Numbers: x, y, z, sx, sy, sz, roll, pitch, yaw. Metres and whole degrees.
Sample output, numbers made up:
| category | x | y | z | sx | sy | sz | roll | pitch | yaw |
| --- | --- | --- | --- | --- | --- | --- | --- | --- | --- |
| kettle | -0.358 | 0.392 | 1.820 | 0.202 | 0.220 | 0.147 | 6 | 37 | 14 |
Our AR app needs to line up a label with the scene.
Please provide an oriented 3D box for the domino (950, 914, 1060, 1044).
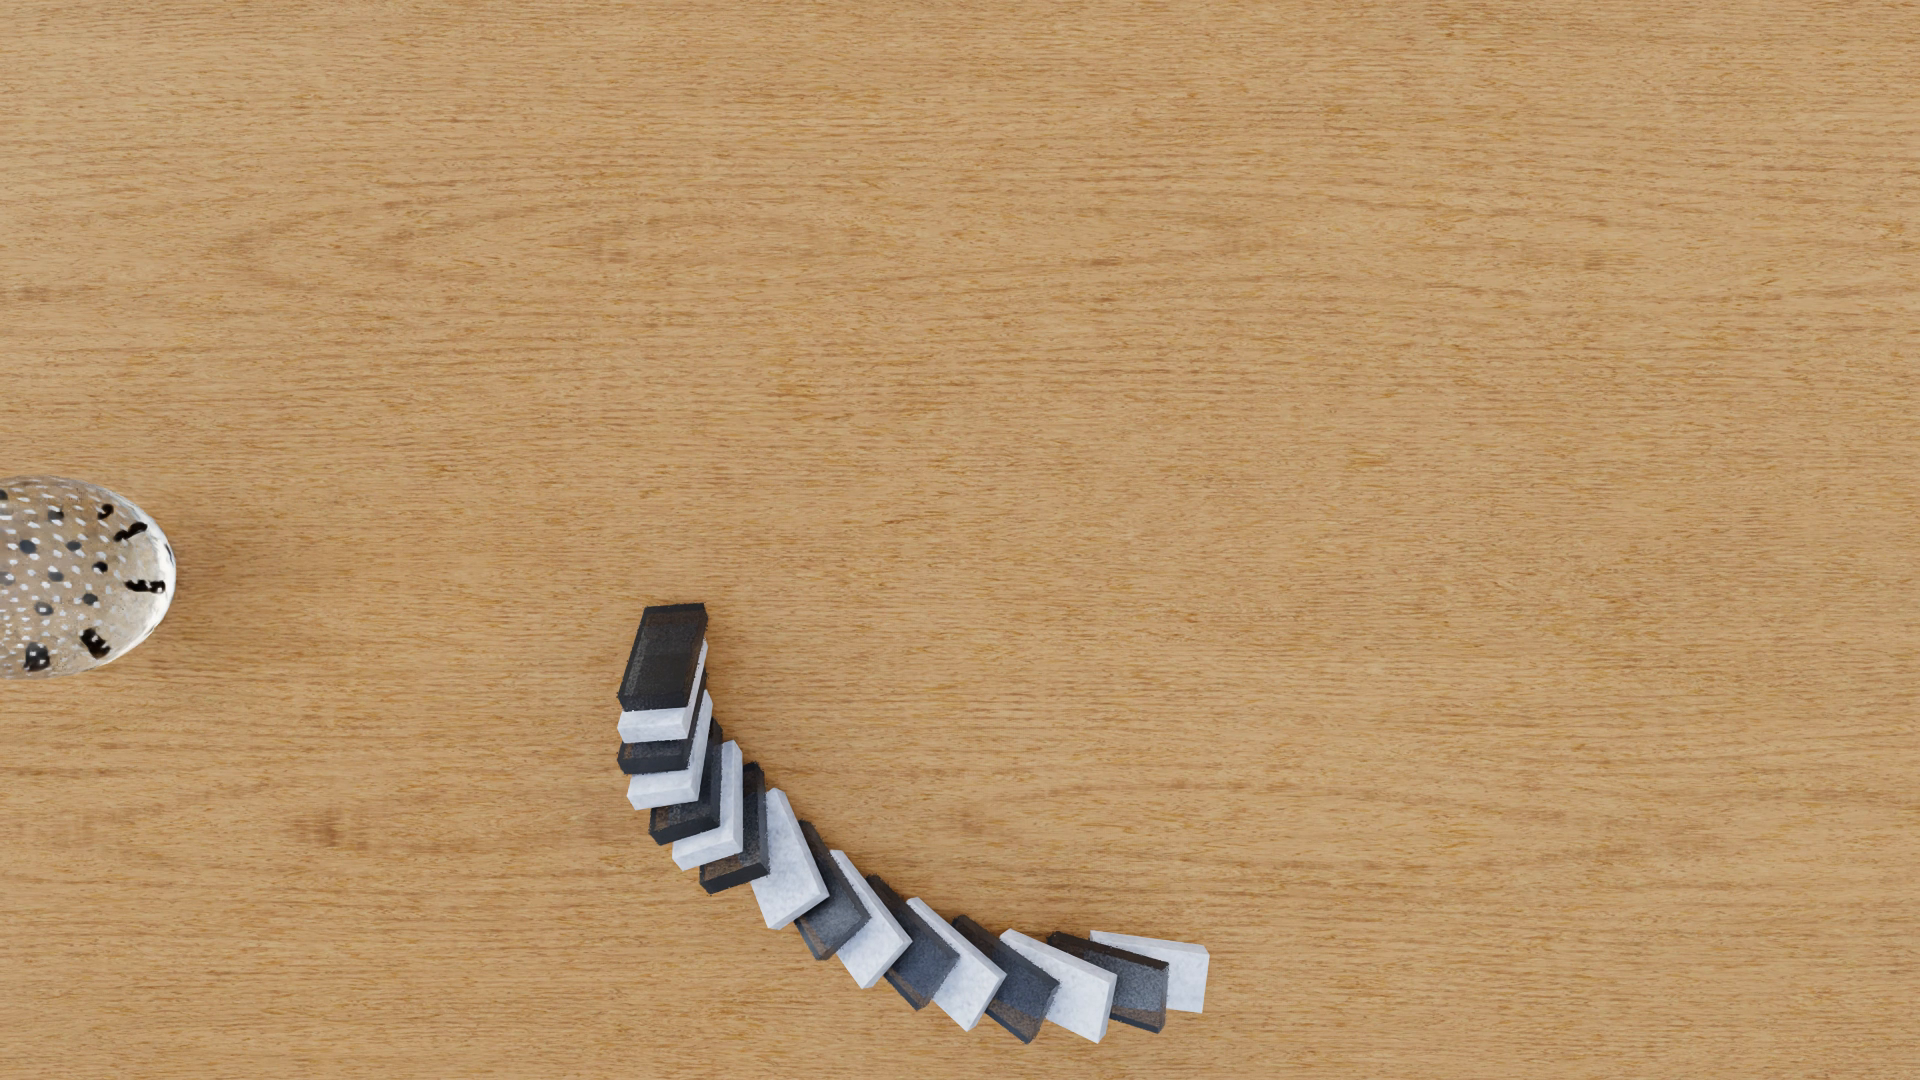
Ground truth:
| category | x | y | z | sx | sy | sz | roll | pitch | yaw |
| --- | --- | --- | --- | --- | --- | --- | --- | --- | --- |
| domino | 0.014 | 0.183 | 0.384 | 0.050 | 0.010 | 0.025 | 25 | 90 | 28 |

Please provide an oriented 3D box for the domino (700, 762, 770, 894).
| category | x | y | z | sx | sy | sz | roll | pitch | yaw |
| --- | --- | --- | --- | --- | --- | --- | --- | --- | --- |
| domino | -0.093 | 0.118 | 0.378 | 0.025 | 0.050 | 0.009 | -19 | 129 | 0 |

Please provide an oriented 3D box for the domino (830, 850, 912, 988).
| category | x | y | z | sx | sy | sz | roll | pitch | yaw |
| --- | --- | --- | --- | --- | --- | --- | --- | --- | --- |
| domino | -0.045 | 0.158 | 0.383 | 0.025 | 0.009 | 0.050 | -48 | 60 | 0 |

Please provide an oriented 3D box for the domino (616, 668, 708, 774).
| category | x | y | z | sx | sy | sz | roll | pitch | yaw |
| --- | --- | --- | --- | --- | --- | --- | --- | --- | --- |
| domino | -0.122 | 0.072 | 0.378 | 0.025 | 0.050 | 0.010 | -4 | 130 | 0 |

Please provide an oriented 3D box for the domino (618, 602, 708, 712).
| category | x | y | z | sx | sy | sz | roll | pitch | yaw |
| --- | --- | --- | --- | --- | --- | --- | --- | --- | --- |
| domino | -0.121 | 0.047 | 0.378 | 0.025 | 0.050 | 0.009 | -4 | 130 | 0 |

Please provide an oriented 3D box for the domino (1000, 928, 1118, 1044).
| category | x | y | z | sx | sy | sz | roll | pitch | yaw |
| --- | --- | --- | --- | --- | --- | --- | --- | --- | --- |
| domino | 0.038 | 0.186 | 0.383 | 0.050 | 0.010 | 0.025 | 12 | 92 | 29 |

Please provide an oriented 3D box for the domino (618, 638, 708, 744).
| category | x | y | z | sx | sy | sz | roll | pitch | yaw |
| --- | --- | --- | --- | --- | --- | --- | --- | --- | --- |
| domino | -0.122 | 0.060 | 0.378 | 0.025 | 0.050 | 0.009 | -4 | 130 | 0 |

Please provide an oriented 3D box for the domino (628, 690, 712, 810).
| category | x | y | z | sx | sy | sz | roll | pitch | yaw |
| --- | --- | --- | --- | --- | --- | --- | --- | --- | --- |
| domino | -0.118 | 0.085 | 0.378 | 0.025 | 0.050 | 0.010 | -9 | 129 | 1 |

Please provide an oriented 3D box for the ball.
| category | x | y | z | sx | sy | sz | roll | pitch | yaw |
| --- | --- | --- | --- | --- | --- | --- | --- | --- | --- |
| ball | -0.360 | 0.015 | 0.360 | 0.080 | 0.080 | 0.080 | 0 | 90 | 0 |

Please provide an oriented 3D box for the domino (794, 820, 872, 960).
| category | x | y | z | sx | sy | sz | roll | pitch | yaw |
| --- | --- | --- | --- | --- | --- | --- | --- | --- | --- |
| domino | -0.061 | 0.146 | 0.383 | 0.025 | 0.010 | 0.050 | -43 | 59 | 0 |

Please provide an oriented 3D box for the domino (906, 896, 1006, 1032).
| category | x | y | z | sx | sy | sz | roll | pitch | yaw |
| --- | --- | --- | --- | --- | --- | --- | --- | --- | --- |
| domino | -0.008 | 0.177 | 0.384 | 0.050 | 0.010 | 0.025 | 31 | 90 | 27 |

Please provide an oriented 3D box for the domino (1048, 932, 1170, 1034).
| category | x | y | z | sx | sy | sz | roll | pitch | yaw |
| --- | --- | --- | --- | --- | --- | --- | --- | --- | --- |
| domino | 0.060 | 0.184 | 0.382 | 0.050 | 0.009 | 0.025 | 3 | 88 | 29 |

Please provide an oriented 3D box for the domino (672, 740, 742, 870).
| category | x | y | z | sx | sy | sz | roll | pitch | yaw |
| --- | --- | --- | --- | --- | --- | --- | --- | --- | --- |
| domino | -0.103 | 0.108 | 0.377 | 0.025 | 0.050 | 0.009 | -18 | 129 | 1 |

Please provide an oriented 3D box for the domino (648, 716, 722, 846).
| category | x | y | z | sx | sy | sz | roll | pitch | yaw |
| --- | --- | --- | --- | --- | --- | --- | --- | --- | --- |
| domino | -0.112 | 0.098 | 0.377 | 0.025 | 0.050 | 0.010 | -18 | 129 | 1 |

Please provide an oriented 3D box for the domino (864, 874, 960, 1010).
| category | x | y | z | sx | sy | sz | roll | pitch | yaw |
| --- | --- | --- | --- | --- | --- | --- | --- | --- | --- |
| domino | -0.027 | 0.168 | 0.384 | 0.050 | 0.010 | 0.025 | 34 | 90 | 28 |

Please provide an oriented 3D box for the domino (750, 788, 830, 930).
| category | x | y | z | sx | sy | sz | roll | pitch | yaw |
| --- | --- | --- | --- | --- | --- | --- | --- | --- | --- |
| domino | -0.077 | 0.132 | 0.383 | 0.025 | 0.009 | 0.050 | -34 | 58 | 0 |

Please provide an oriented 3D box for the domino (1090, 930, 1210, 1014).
| category | x | y | z | sx | sy | sz | roll | pitch | yaw |
| --- | --- | --- | --- | --- | --- | --- | --- | --- | --- |
| domino | 0.080 | 0.186 | 0.395 | 0.050 | 0.009 | 0.025 | 8 | 90 | 0 |
